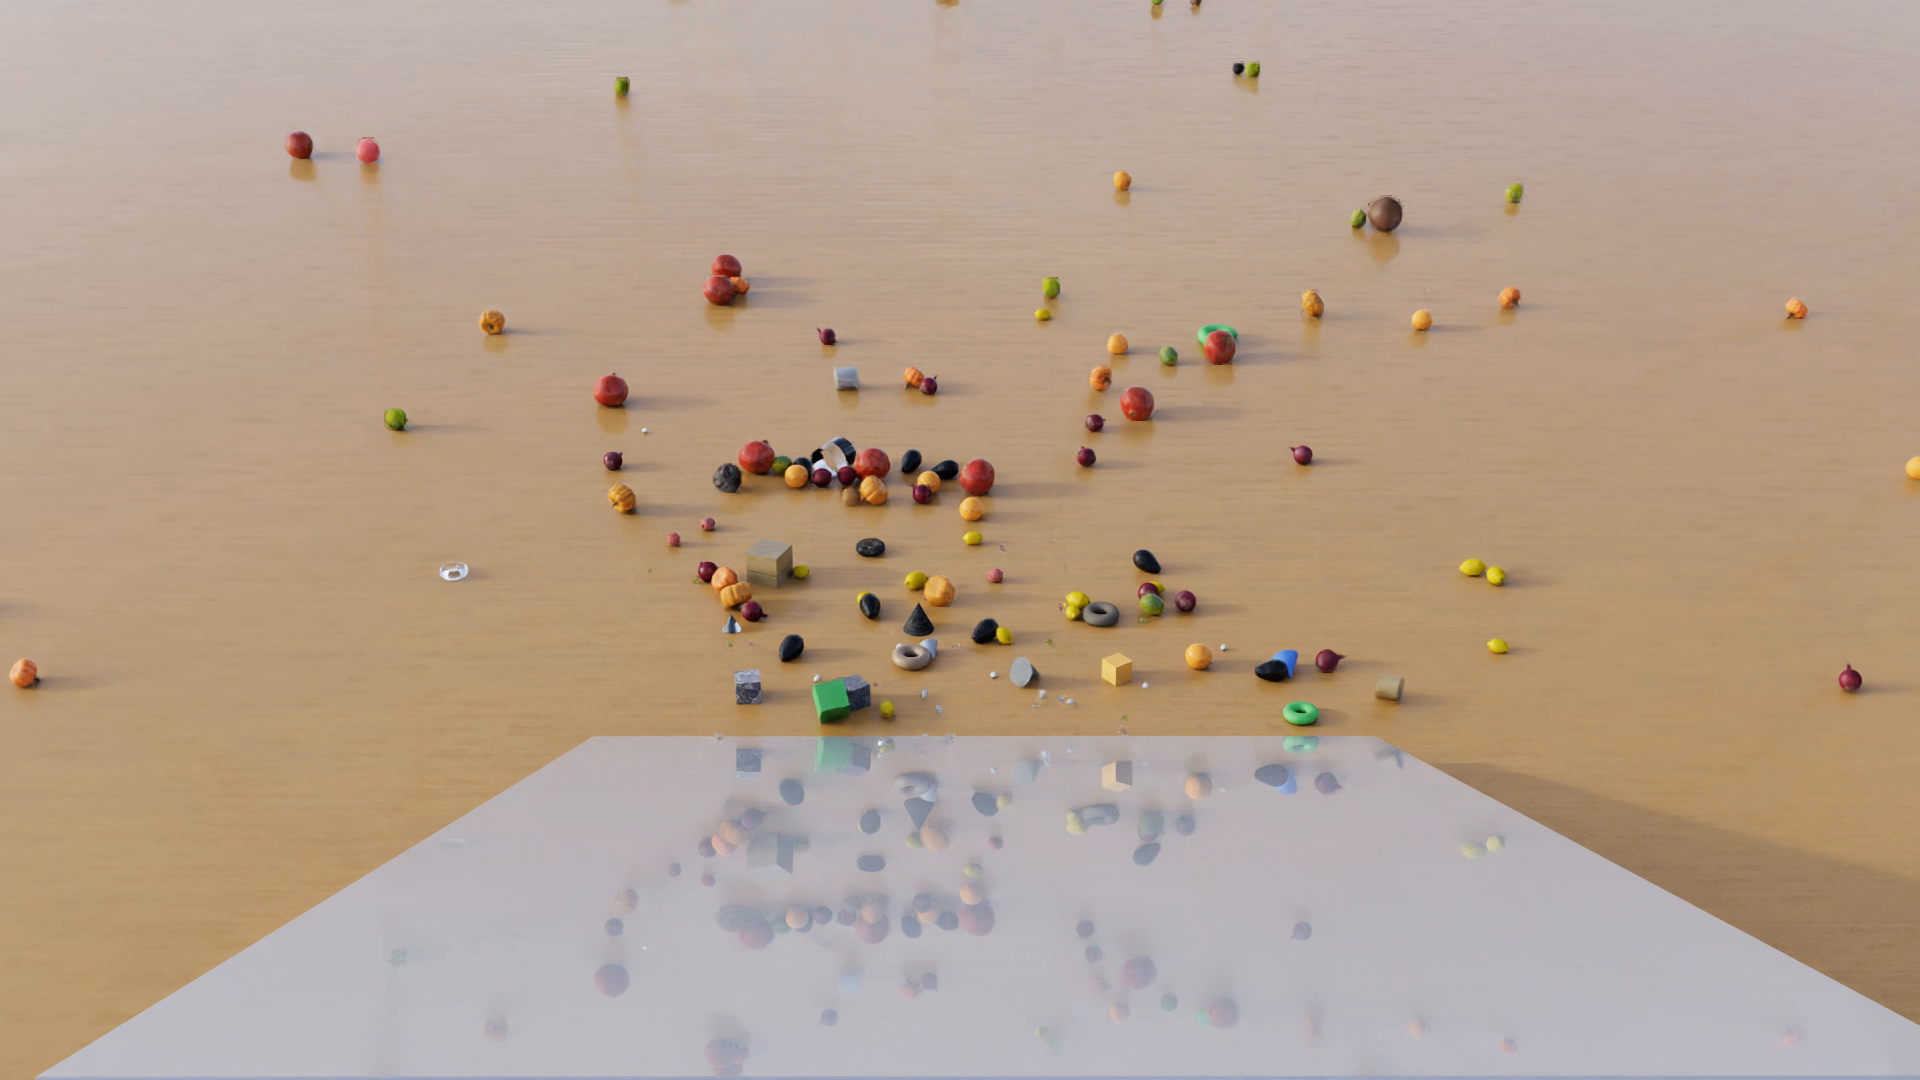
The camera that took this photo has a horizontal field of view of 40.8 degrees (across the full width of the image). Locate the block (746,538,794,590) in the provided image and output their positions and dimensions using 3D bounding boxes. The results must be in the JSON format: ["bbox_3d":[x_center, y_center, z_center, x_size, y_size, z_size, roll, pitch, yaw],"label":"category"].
[{"bbox_3d":[-0.553,0.068,7.501,0.099,0.099,0.099,12,31,22],"label":"block"}]

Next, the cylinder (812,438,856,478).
[{"bbox_3d":[-0.396,-0.259,8.107,0.100,0.100,0.100,18,31,30],"label":"cylinder"}]

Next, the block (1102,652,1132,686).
[{"bbox_3d":[0.427,0.351,7.020,0.058,0.058,0.058,-19,34,-32],"label":"block"}]

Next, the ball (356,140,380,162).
[{"bbox_3d":[-2.427,-1.594,10.593,0.095,0.095,0.095,0,28,0],"label":"ball"}]

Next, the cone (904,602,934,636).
[{"bbox_3d":[-0.116,0.212,7.248,0.087,0.087,0.087,0,28,0],"label":"cone"}]

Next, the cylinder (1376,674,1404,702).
[{"bbox_3d":[1.152,0.397,6.931,0.060,0.060,0.060,12,31,21],"label":"cylinder"}]

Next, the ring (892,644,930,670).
[{"bbox_3d":[-0.134,0.322,7.098,0.107,0.036,0.107,1,29,-1],"label":"ring"}]

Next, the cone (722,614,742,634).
[{"bbox_3d":[-0.642,0.228,7.253,0.052,0.052,0.052,0,28,0],"label":"cone"}]

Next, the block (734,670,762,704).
[{"bbox_3d":[-0.569,0.394,6.931,0.065,0.065,0.065,-4,29,-8],"label":"block"}]

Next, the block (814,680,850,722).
[{"bbox_3d":[-0.339,0.426,6.823,0.077,0.077,0.077,-11,63,-11],"label":"block"}]

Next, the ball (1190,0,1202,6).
[{"bbox_3d":[1.146,-2.626,12.551,0.055,0.055,0.055,0,28,0],"label":"ball"}]

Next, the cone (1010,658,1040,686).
[{"bbox_3d":[0.191,0.362,7.022,0.079,0.079,0.079,14,12,-45],"label":"cone"}]

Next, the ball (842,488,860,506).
[{"bbox_3d":[-0.334,-0.134,7.921,0.056,0.056,0.056,0,28,0],"label":"ball"}]

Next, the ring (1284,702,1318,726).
[{"bbox_3d":[0.903,0.459,6.847,0.094,0.031,0.094,-1,27,0],"label":"ring"}]

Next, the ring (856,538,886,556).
[{"bbox_3d":[-0.265,0.022,7.661,0.087,0.029,0.087,-1,29,1],"label":"ring"}]

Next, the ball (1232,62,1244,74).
[{"bbox_3d":[1.249,-2.117,11.609,0.052,0.052,0.052,0,28,0],"label":"ball"}]

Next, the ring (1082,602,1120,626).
[{"bbox_3d":[0.398,0.210,7.306,0.106,0.035,0.106,0,30,0],"label":"ring"}]

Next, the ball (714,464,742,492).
[{"bbox_3d":[-0.718,-0.193,7.996,0.089,0.089,0.089,0,28,0],"label":"ball"}]

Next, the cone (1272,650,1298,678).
[{"bbox_3d":[0.895,0.349,7.050,0.071,0.071,0.071,-3,55,-6],"label":"cone"}]

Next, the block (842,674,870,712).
[{"bbox_3d":[-0.285,0.409,6.902,0.066,0.066,0.066,-19,33,-31],"label":"block"}]

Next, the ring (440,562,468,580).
[{"bbox_3d":[-1.476,0.091,7.534,0.083,0.028,0.083,0,30,0],"label":"ring"}]

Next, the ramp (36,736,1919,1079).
[{"bbox_3d":[0.064,0.572,4.614,2.000,0.100,4.000,0,1,0],"label":"ramp"}]

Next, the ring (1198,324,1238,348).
[{"bbox_3d":[0.897,-0.711,9.004,0.140,0.047,0.140,0,27,0],"label":"ring"}]
